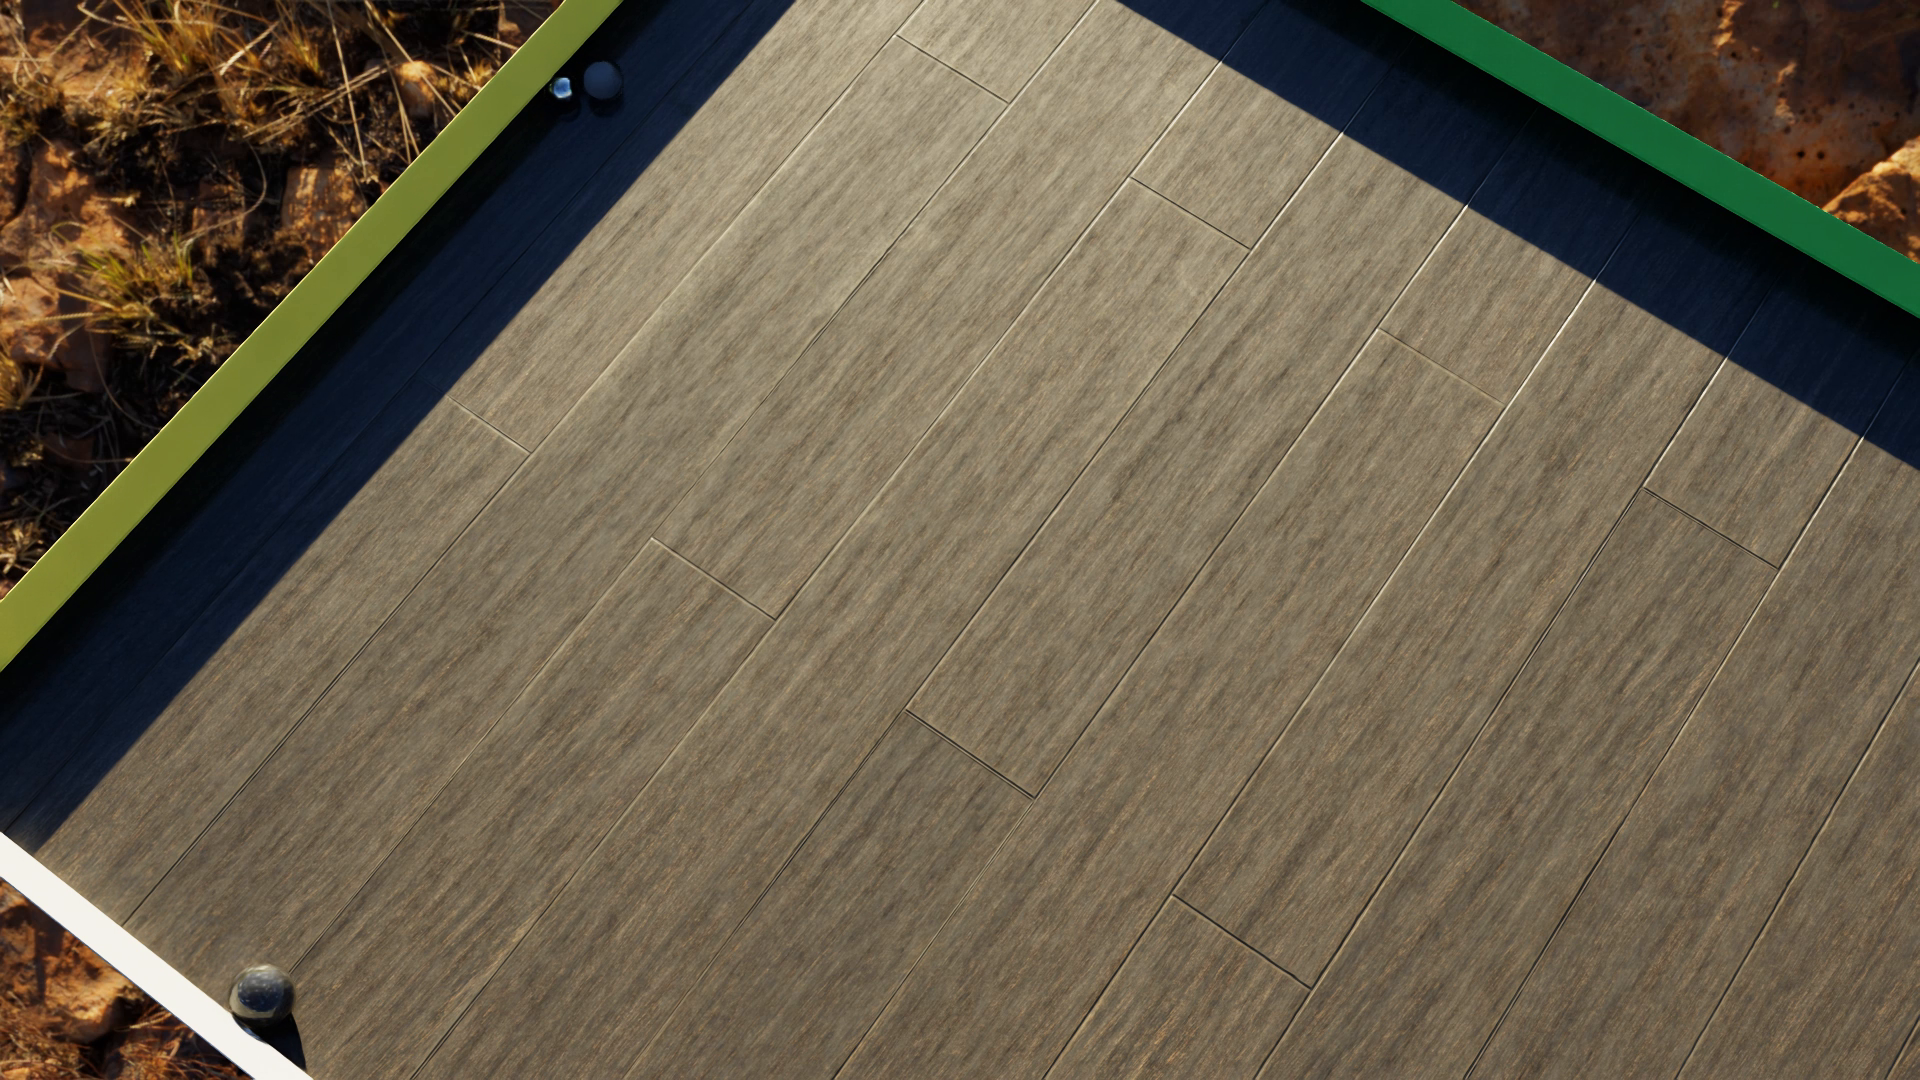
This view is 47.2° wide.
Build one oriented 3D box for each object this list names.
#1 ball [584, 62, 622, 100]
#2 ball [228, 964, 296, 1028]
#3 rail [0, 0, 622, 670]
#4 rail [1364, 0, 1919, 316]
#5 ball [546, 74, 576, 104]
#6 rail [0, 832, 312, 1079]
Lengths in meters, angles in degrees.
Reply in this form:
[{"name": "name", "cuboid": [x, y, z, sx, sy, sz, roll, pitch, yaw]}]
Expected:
[{"name": "ball", "cuboid": [-0.621, -0.798, 3.818, 0.066, 0.066, 0.066, 0, 68, 0]}, {"name": "ball", "cuboid": [-1.019, 0.665, 3.208, 0.093, 0.093, 0.093, 0, 68, 0]}, {"name": "rail", "cuboid": [-0.885, -0.599, 3.706, 0.045, 0.121, 2.548, 34, 72, 13]}, {"name": "rail", "cuboid": [1.632, -0.355, 3.607, 4.449, 0.121, 0.045, 34, 72, 13]}, {"name": "ball", "cuboid": [-0.692, -0.783, 3.818, 0.054, 0.054, 0.054, 0, 68, 0]}, {"name": "rail", "cuboid": [0.177, 1.529, 2.841, 4.449, 0.121, 0.045, 34, 72, 13]}]
